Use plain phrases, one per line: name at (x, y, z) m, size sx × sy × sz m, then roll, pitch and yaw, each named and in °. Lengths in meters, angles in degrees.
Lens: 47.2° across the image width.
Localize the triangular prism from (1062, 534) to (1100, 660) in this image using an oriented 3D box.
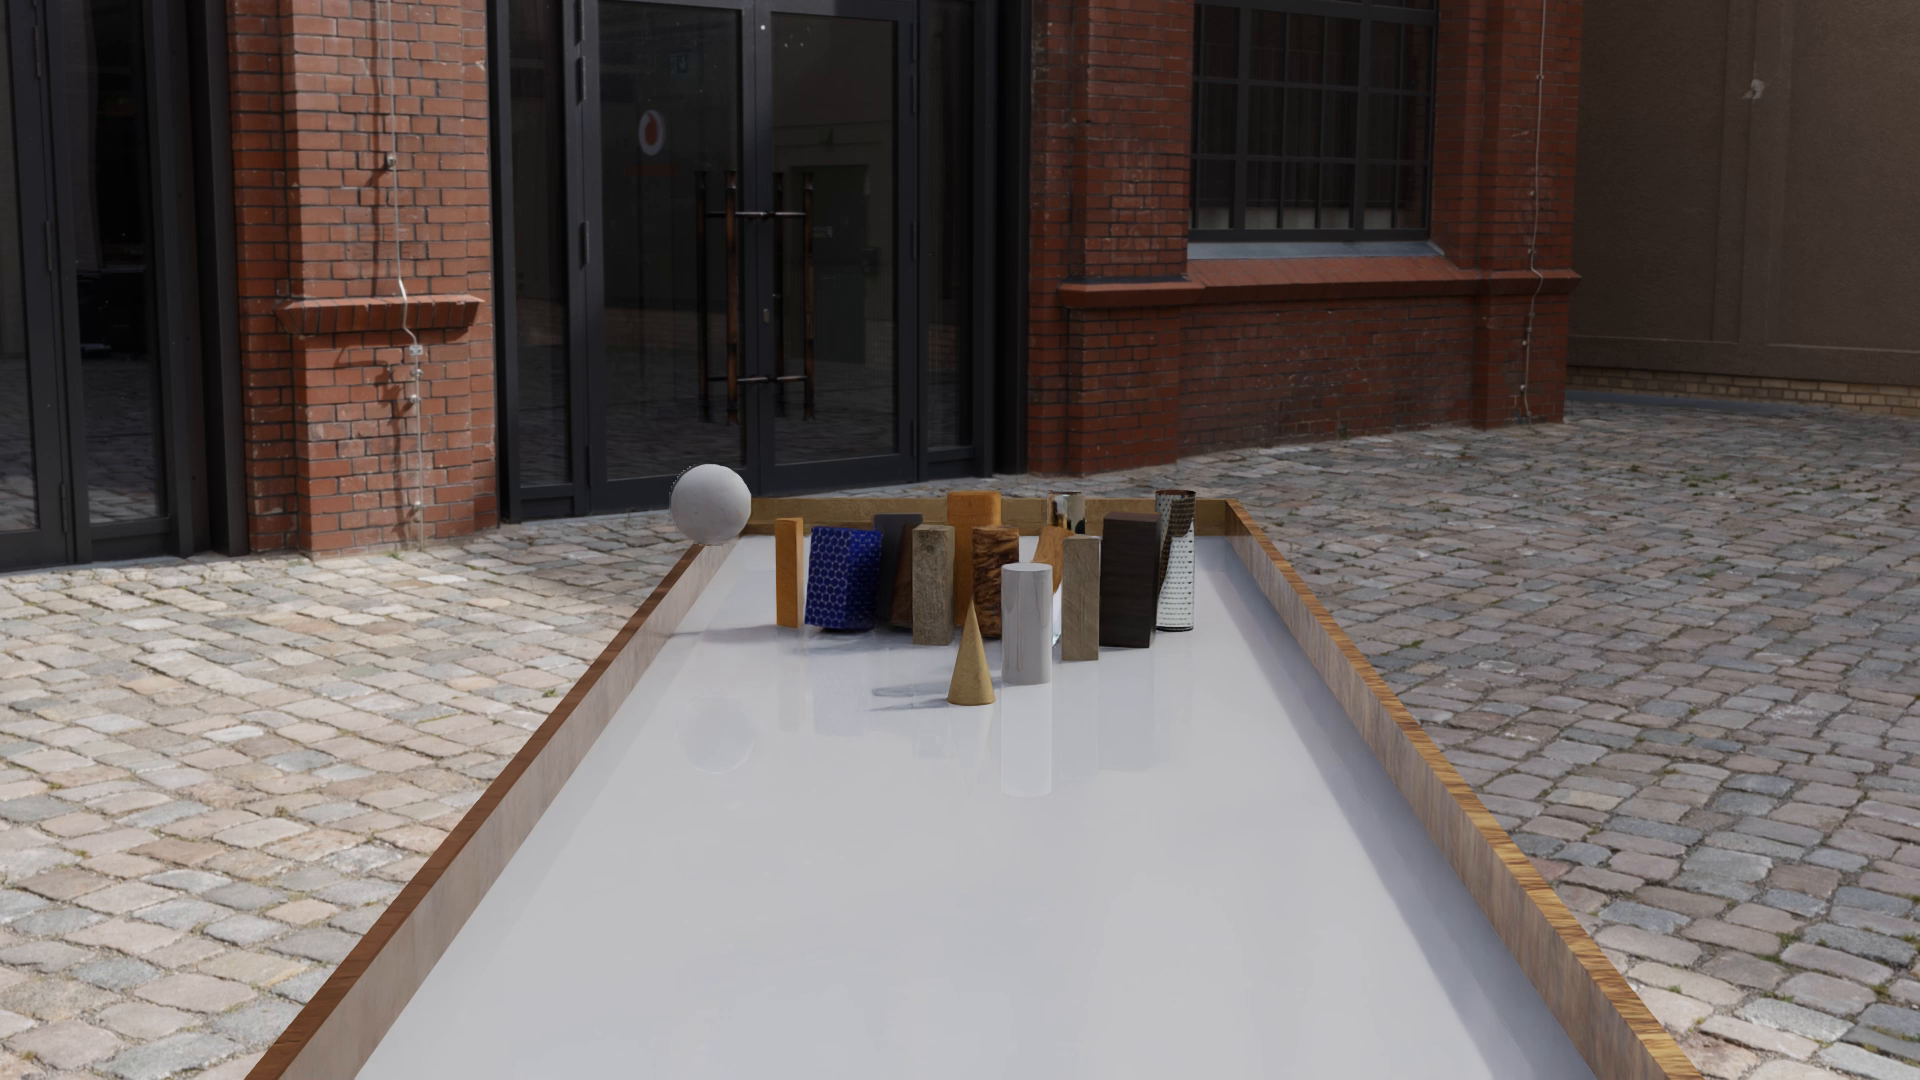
triangular prism at (0.364, 0.174, 6.715) m, size 0.112 × 0.375 × 0.097 m, roll 0°, pitch 9°, yaw -3°

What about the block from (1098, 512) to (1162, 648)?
block at (0.535, 0.123, 6.937) m, size 0.165 × 0.399 × 0.165 m, roll 4°, pitch 10°, yaw 11°

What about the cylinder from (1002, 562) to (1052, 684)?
cylinder at (0.195, 0.243, 6.409) m, size 0.148 × 0.334 × 0.148 m, roll 0°, pitch 9°, yaw 0°

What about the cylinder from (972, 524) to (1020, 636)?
cylinder at (0.119, 0.129, 7.084) m, size 0.149 × 0.341 × 0.149 m, roll -2°, pitch 6°, yaw 0°

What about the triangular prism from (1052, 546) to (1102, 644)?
triangular prism at (0.347, 0.163, 6.951) m, size 0.077 × 0.089 × 0.405 m, roll 31°, pitch 52°, yaw 2°

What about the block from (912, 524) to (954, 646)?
block at (-0.082, 0.142, 6.946) m, size 0.111 × 0.366 × 0.111 m, roll 2°, pitch 9°, yaw 12°

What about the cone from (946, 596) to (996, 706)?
cone at (0.032, 0.301, 6.147) m, size 0.138 × 0.301 × 0.138 m, roll 0°, pitch 9°, yaw 0°

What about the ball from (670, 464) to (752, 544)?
ball at (-0.821, -0.118, 7.261) m, size 0.266 × 0.266 × 0.266 m, roll 0°, pitch 9°, yaw 0°

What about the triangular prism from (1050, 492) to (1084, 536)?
triangular prism at (0.335, 0.062, 7.225) m, size 0.099 × 0.435 × 0.115 m, roll 6°, pitch 9°, yaw 37°

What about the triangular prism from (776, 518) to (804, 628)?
triangular prism at (-0.542, 0.105, 7.217) m, size 0.093 × 0.354 × 0.080 m, roll 7°, pitch 12°, yaw 39°

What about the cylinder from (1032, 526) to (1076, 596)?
cylinder at (0.283, 0.134, 7.030) m, size 0.133 × 0.333 × 0.133 m, roll 15°, pitch -18°, yaw 5°

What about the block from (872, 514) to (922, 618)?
block at (-0.205, 0.089, 7.291) m, size 0.153 × 0.335 × 0.153 m, roll -1°, pitch -5°, yaw -6°

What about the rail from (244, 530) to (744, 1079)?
rail at (-1.004, 0.839, 3.234) m, size 0.050 × 0.150 × 12.000 m, roll 0°, pitch 9°, yaw 1°

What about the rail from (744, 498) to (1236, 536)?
rail at (0.099, -0.098, 9.147) m, size 2.100 × 0.150 × 0.050 m, roll 0°, pitch 9°, yaw 1°

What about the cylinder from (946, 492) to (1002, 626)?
cylinder at (0.047, 0.059, 7.237) m, size 0.178 × 0.427 × 0.178 m, roll -1°, pitch 5°, yaw 0°

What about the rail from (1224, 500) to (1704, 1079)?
rail at (1.046, 0.843, 3.208) m, size 0.050 × 0.150 × 12.000 m, roll 0°, pitch 9°, yaw 1°

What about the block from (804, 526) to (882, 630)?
block at (-0.378, 0.123, 7.157) m, size 0.163 × 0.317 × 0.163 m, roll 7°, pitch 3°, yaw 36°

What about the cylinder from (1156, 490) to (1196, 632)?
cylinder at (0.698, 0.067, 7.156) m, size 0.131 × 0.448 × 0.131 m, roll 0°, pitch 9°, yaw 0°

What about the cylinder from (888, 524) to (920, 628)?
cylinder at (-0.145, 0.119, 7.139) m, size 0.136 × 0.323 × 0.136 m, roll 9°, pitch -9°, yaw 1°
